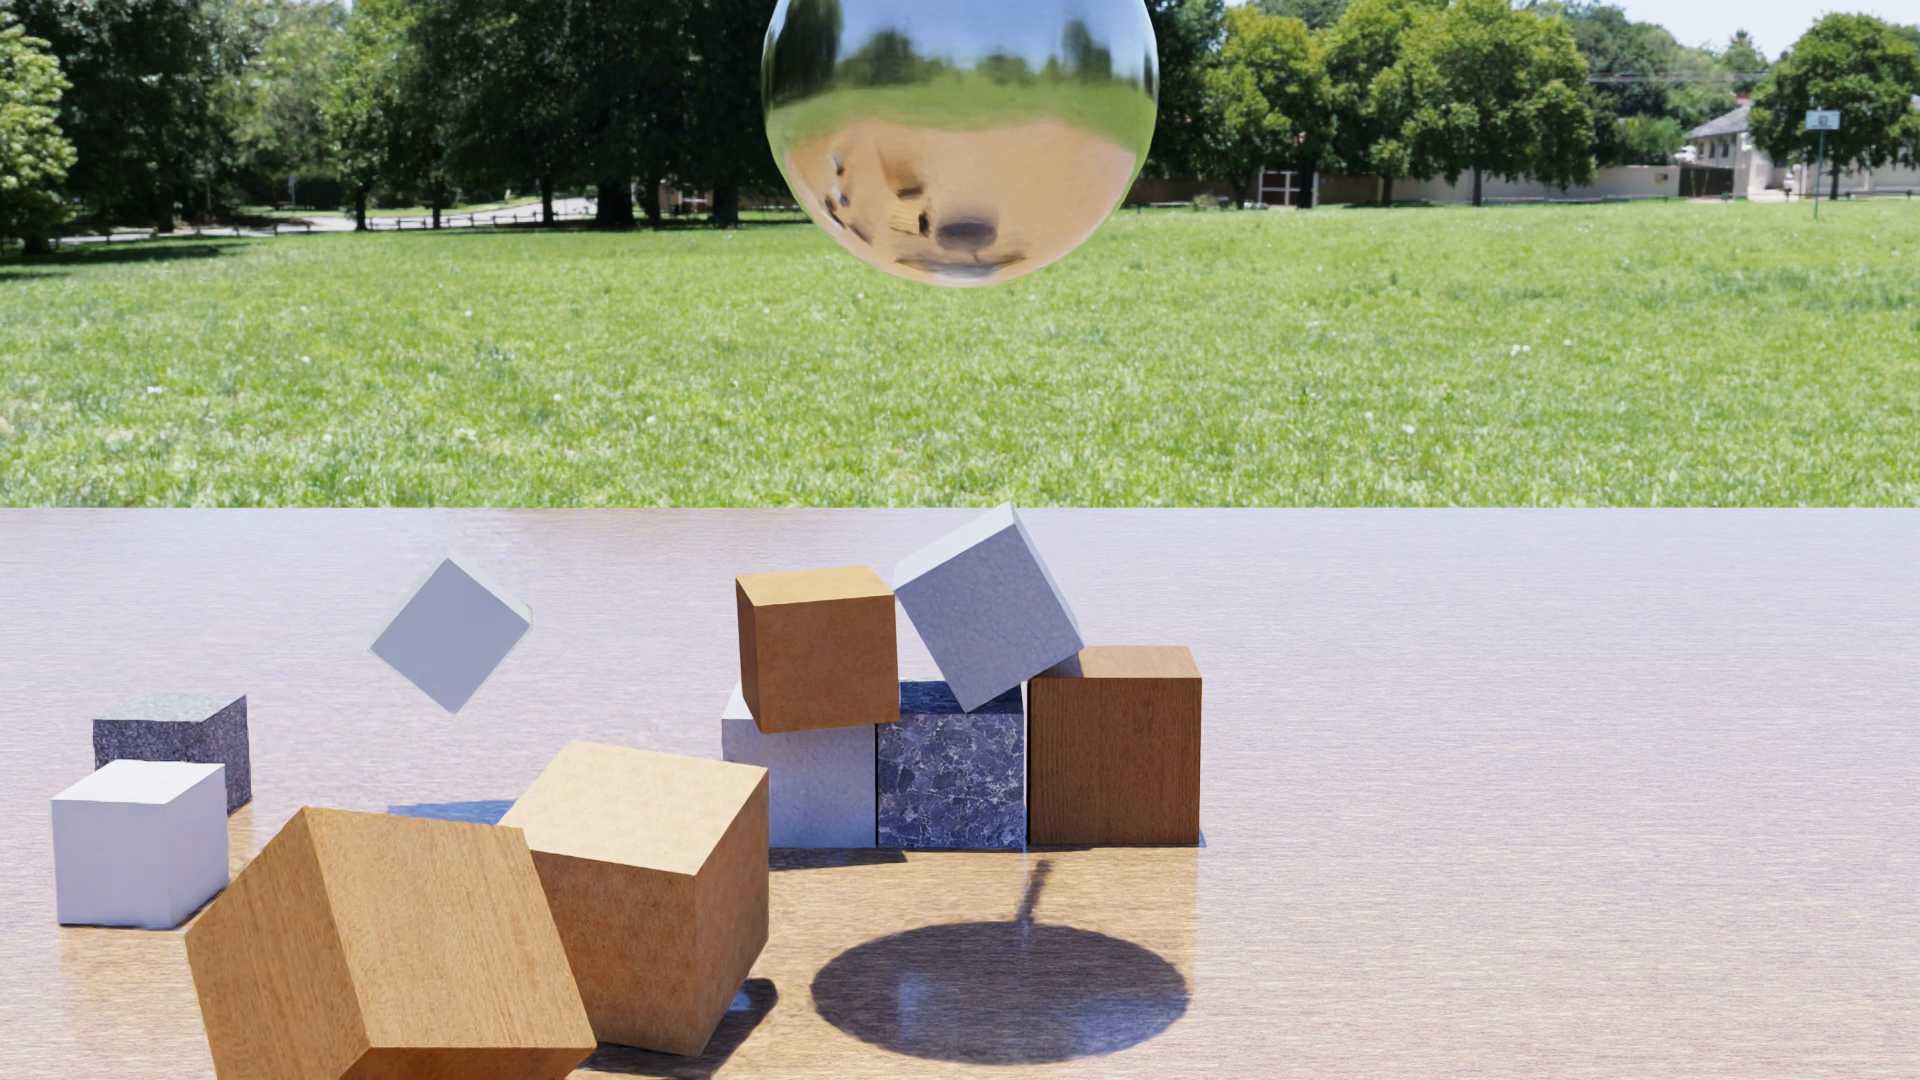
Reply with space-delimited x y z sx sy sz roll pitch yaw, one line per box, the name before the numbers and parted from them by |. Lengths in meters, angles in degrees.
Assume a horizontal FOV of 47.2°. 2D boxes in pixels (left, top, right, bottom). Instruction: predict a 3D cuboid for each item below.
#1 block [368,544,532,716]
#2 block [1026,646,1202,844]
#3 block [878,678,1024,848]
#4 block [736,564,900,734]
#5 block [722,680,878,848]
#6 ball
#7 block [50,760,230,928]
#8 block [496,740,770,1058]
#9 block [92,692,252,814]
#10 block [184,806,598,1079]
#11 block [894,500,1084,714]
block | -2.643 0.462 11.436 0.549 0.604 0.576 41 -3 -13
block | 0.781 1.048 11.379 0.852 0.866 0.705 0 10 0
block | -0.045 1.139 11.373 0.729 0.691 0.758 0 10 0
block | -0.723 0.535 11.039 0.687 0.637 0.773 -5 11 -12
block | -0.803 1.147 11.393 0.764 0.667 0.803 0 10 0
ball | 0.000 -1.812 8.800 1.600 1.600 1.600 0 10 0
block | -3.790 1.400 10.203 0.536 0.585 0.633 2 10 5
block | -1.317 1.420 8.847 0.862 0.819 0.873 7 23 12
block | -4.151 1.156 11.613 0.584 0.571 0.565 1 10 4
block | -1.890 1.494 7.273 0.879 0.756 0.873 15 39 -48
block | 0.142 0.328 11.205 0.681 0.722 0.700 -29 9 4
